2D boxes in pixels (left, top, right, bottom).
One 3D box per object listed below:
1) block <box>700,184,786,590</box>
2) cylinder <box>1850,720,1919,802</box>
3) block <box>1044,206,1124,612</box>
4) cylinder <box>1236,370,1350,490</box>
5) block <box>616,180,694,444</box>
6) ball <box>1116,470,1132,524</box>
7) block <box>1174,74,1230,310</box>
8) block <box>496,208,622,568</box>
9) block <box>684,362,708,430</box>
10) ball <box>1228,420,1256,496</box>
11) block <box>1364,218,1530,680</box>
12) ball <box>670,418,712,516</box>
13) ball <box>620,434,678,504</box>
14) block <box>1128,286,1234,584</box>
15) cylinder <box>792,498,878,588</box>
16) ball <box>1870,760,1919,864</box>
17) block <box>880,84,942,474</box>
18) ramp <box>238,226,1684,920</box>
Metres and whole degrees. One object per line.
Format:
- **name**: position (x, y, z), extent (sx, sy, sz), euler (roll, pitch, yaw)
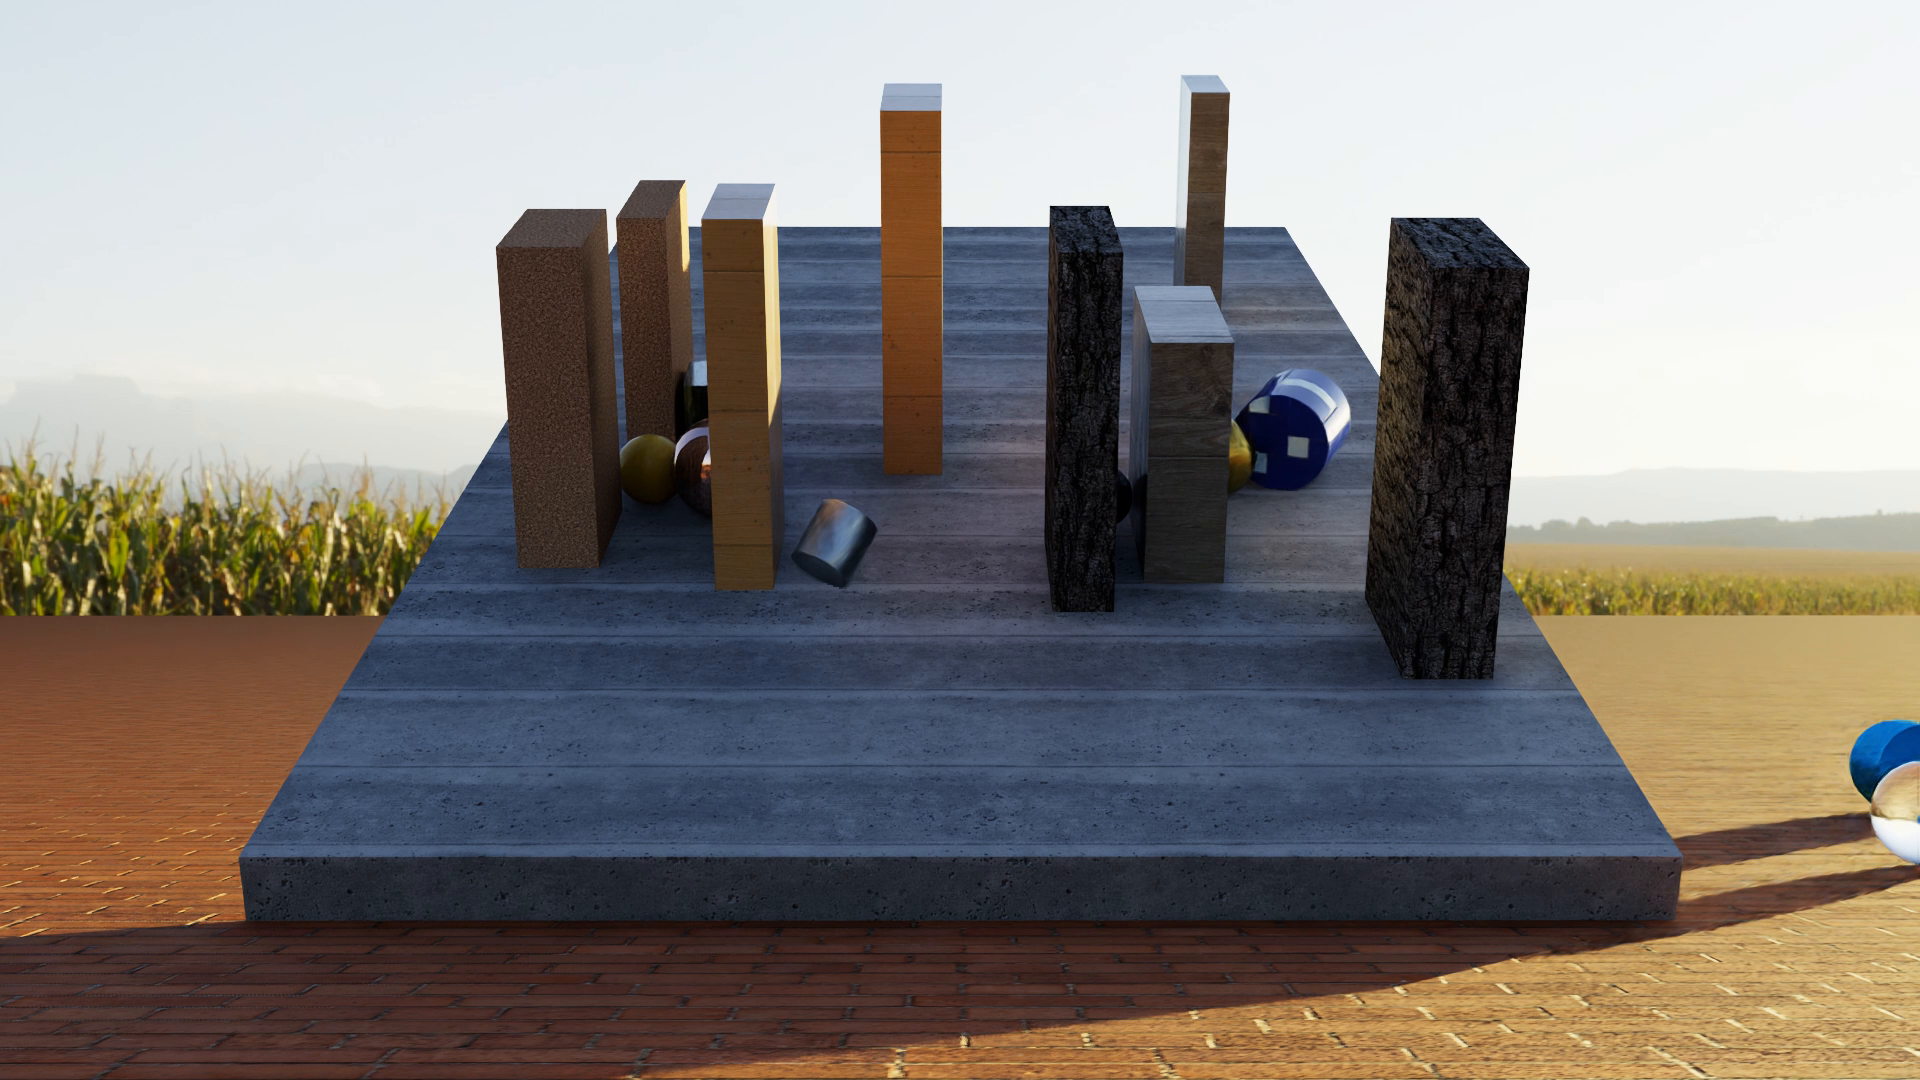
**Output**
- **block**: position (-0.387, -0.280, 4.108), extent (0.105, 0.676, 0.301), euler (0, 20, 0)
- **cylinder**: position (2.017, 0.484, 4.818), extent (0.195, 0.195, 0.195), euler (0, -2, 5)
- **block**: position (0.216, -0.240, 4.050), extent (0.108, 0.643, 0.372), euler (0, 20, 0)
- **cylinder**: position (0.679, -0.227, 4.655), extent (0.201, 0.201, 0.201), euler (-1, 19, 23)
- **block**: position (-0.636, -0.455, 4.782), extent (0.099, 0.535, 0.379), euler (0, 20, 0)
- **ball**: position (0.269, -0.084, 4.373), extent (0.126, 0.126, 0.126), euler (0, -2, 0)
- **block**: position (0.618, -0.875, 5.838), extent (0.096, 0.592, 0.282), euler (0, 20, 0)
- **block**: position (-0.740, -0.286, 4.230), extent (0.149, 0.602, 0.319), euler (0, 20, 0)
- **block**: position (-0.480, -0.263, 4.773), extent (0.182, 0.182, 0.182), euler (-1, 20, -3)
- **ball**: position (0.511, -0.167, 4.539), extent (0.163, 0.163, 0.163), euler (0, -2, 0)
- **block**: position (0.798, -0.157, 3.766), extent (0.148, 0.687, 0.361), euler (0, 20, 0)
- **ball**: position (-0.464, -0.142, 4.422), extent (0.199, 0.199, 0.199), euler (0, -2, 0)
- **ball**: position (-0.613, -0.140, 4.503), extent (0.140, 0.140, 0.140), euler (0, -2, 0)
- **block**: position (0.405, -0.204, 4.230), extent (0.145, 0.451, 0.406), euler (0, 20, 0)
- **cylinder**: position (-0.225, 0.005, 4.080), extent (0.114, 0.114, 0.114), euler (26, -20, 10)
- **ball**: position (1.643, 0.464, 3.861), extent (0.178, 0.178, 0.178), euler (0, -2, 0)
- **block**: position (-0.097, -0.545, 4.719), extent (0.121, 0.749, 0.336), euler (0, 20, 0)
- **ramp**: position (-0.005, -0.210, 5.037), extent (2.000, 0.100, 4.000), euler (0, 20, 0)
